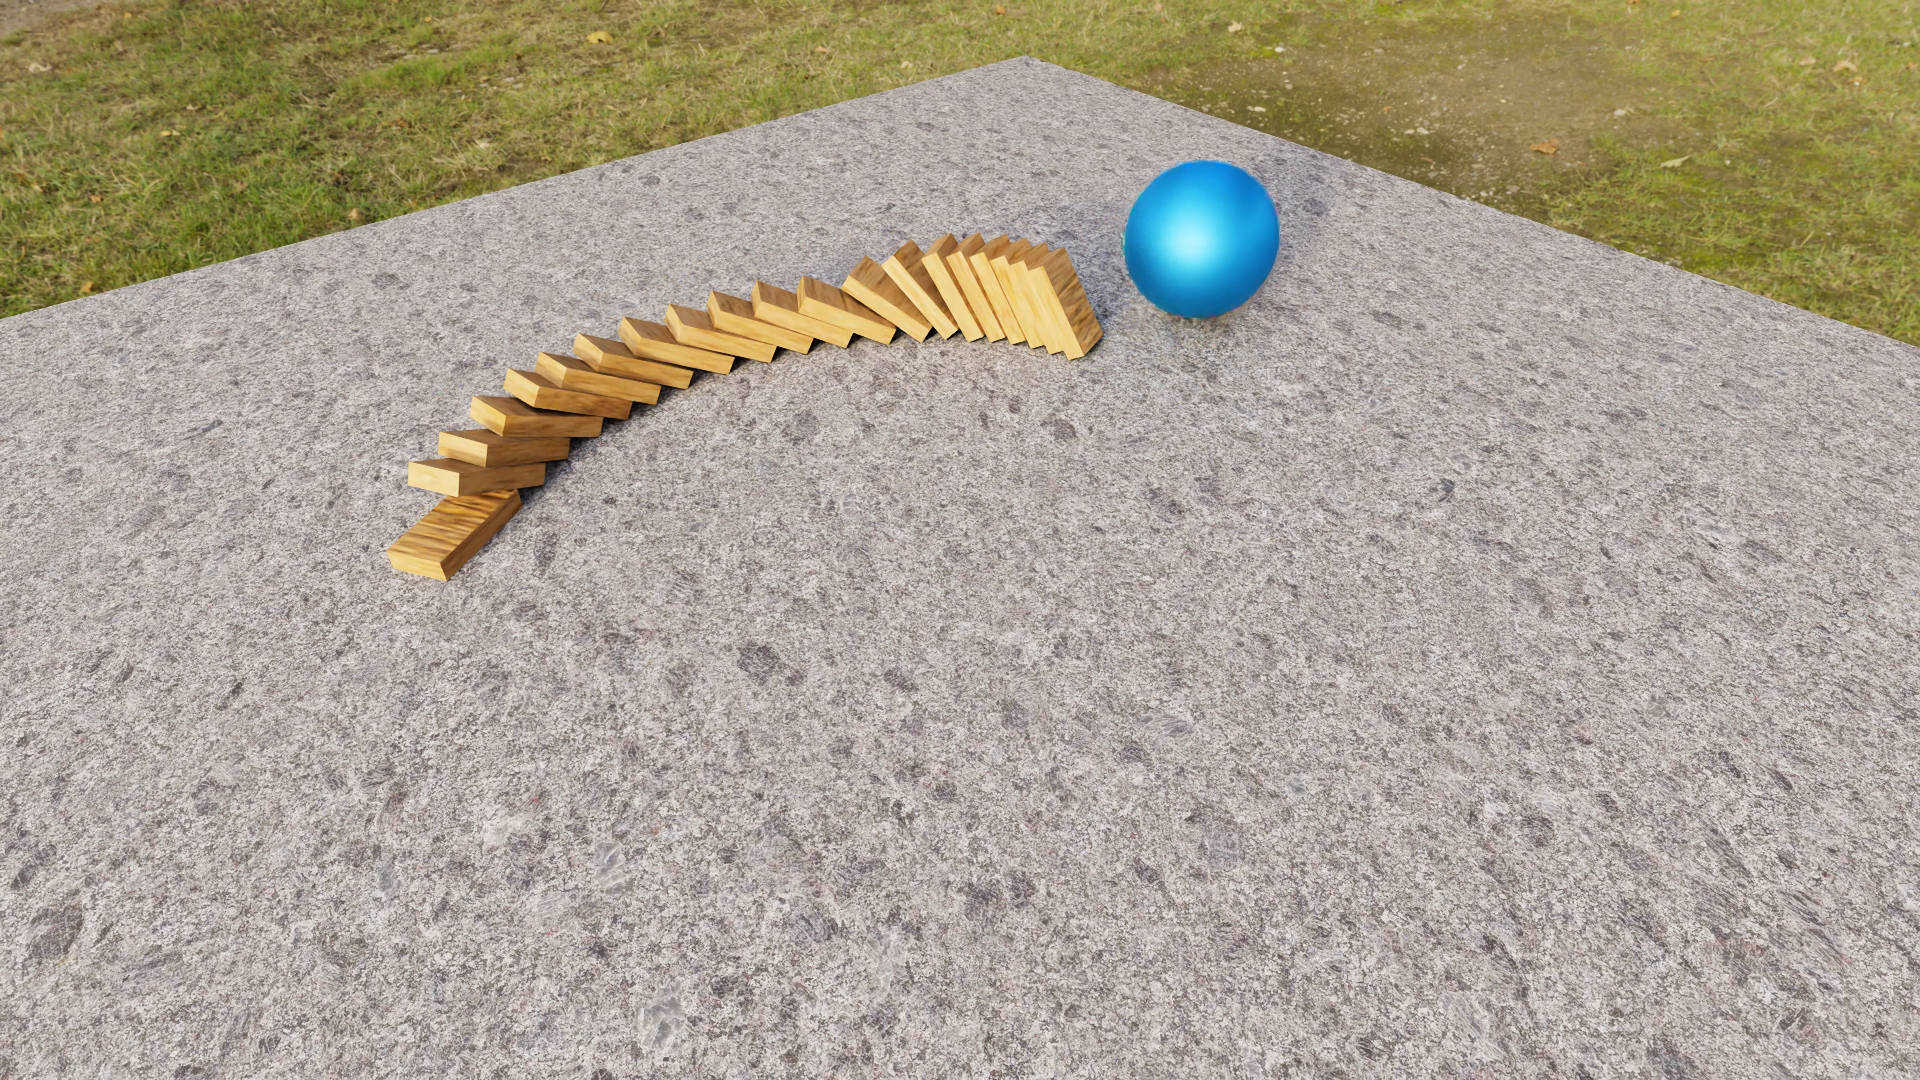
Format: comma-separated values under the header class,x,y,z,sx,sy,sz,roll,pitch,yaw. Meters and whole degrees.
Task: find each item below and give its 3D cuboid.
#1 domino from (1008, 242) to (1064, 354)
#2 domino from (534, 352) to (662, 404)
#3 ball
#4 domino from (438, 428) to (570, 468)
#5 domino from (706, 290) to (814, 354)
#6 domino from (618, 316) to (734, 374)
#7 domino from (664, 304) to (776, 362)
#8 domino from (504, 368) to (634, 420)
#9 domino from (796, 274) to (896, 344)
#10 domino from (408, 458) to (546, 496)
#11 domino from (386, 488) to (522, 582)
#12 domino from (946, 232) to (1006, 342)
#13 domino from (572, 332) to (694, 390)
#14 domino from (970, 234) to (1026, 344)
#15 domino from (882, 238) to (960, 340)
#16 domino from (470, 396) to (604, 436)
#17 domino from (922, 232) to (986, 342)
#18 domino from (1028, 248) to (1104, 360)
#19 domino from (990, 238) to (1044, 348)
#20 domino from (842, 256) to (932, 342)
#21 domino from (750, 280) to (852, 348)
class,x,y,z,sx,sy,sz,roll,pitch,yaw
domino,0.045,-0.124,0.564,0.009,0.050,0.025,-9,28,40
domino,-0.169,-0.075,0.514,0.025,0.009,0.050,29,15,36
ball,0.127,-0.158,0.580,0.080,0.080,0.080,0,39,0
domino,-0.196,-0.041,0.475,0.025,0.009,0.050,15,13,18
domino,-0.102,-0.111,0.561,0.050,0.010,0.025,12,30,-31
domino,-0.140,-0.096,0.542,0.050,0.010,0.025,6,29,-42
domino,-0.120,-0.104,0.553,0.050,0.009,0.025,7,30,-37
domino,-0.179,-0.067,0.504,0.025,0.010,0.050,28,14,32
domino,-0.059,-0.120,0.573,0.050,0.010,0.025,16,34,-24
domino,-0.200,-0.028,0.458,0.025,0.010,0.050,12,12,17
domino,-0.205,-0.005,0.449,0.025,0.009,0.050,11,41,14
domino,0.013,-0.132,0.574,0.009,0.050,0.025,-12,29,35
domino,-0.157,-0.086,0.528,0.025,0.009,0.050,35,19,35
domino,0.025,-0.130,0.572,0.009,0.050,0.025,-9,28,40
domino,-0.017,-0.132,0.578,0.050,0.009,0.025,48,38,-13
domino,-0.189,-0.055,0.493,0.025,0.010,0.050,27,19,29
domino,0.000,-0.132,0.574,0.009,0.050,0.025,-15,30,32
domino,0.054,-0.120,0.560,0.009,0.050,0.025,-9,28,40
domino,0.036,-0.128,0.569,0.009,0.050,0.025,-9,28,40
domino,-0.035,-0.127,0.580,0.050,0.010,0.025,33,41,-7
domino,-0.082,-0.117,0.568,0.050,0.010,0.025,15,31,-26
